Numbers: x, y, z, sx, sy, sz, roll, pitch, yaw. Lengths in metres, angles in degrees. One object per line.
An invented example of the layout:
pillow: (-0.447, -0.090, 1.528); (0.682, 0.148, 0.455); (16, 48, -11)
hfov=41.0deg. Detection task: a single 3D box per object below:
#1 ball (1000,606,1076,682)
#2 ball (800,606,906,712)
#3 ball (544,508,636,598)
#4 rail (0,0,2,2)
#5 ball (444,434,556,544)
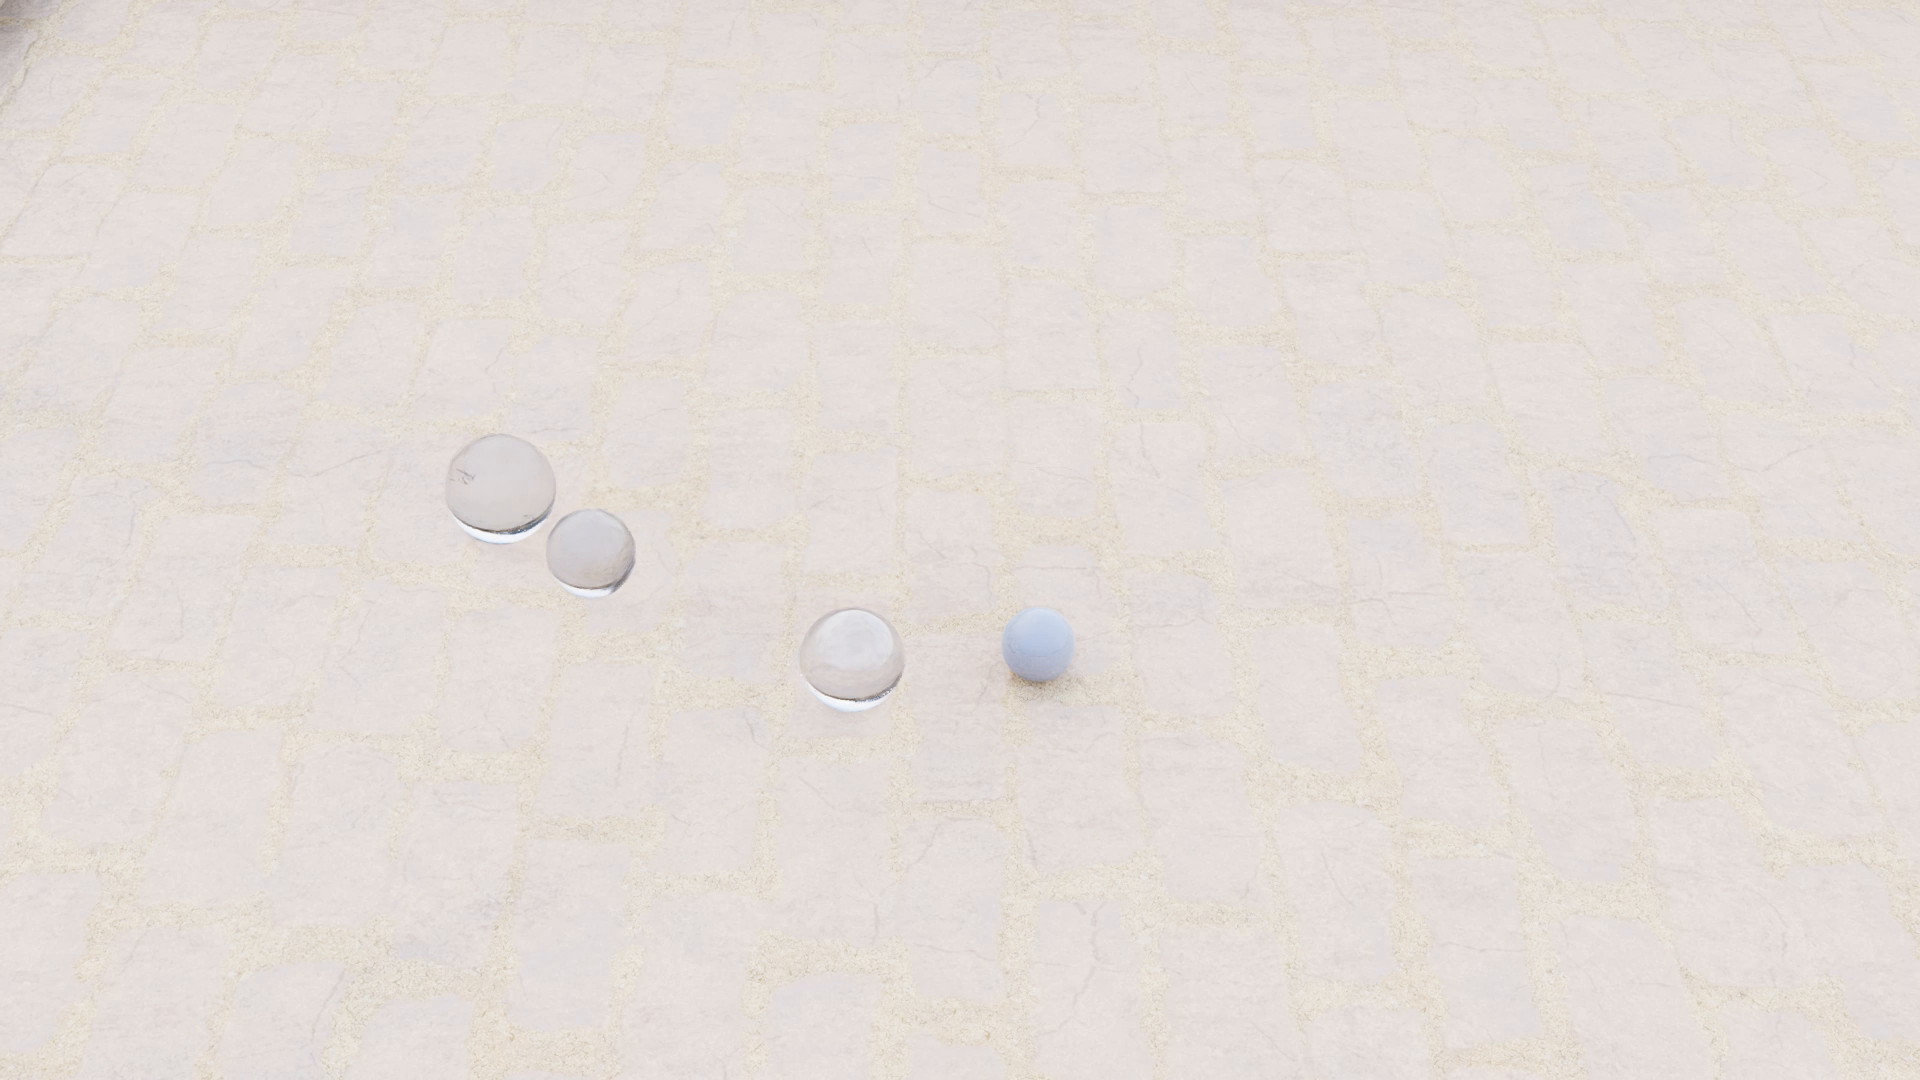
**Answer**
ball: (0.048, 0.064, 1.579); (0.046, 0.046, 0.046); (0, 36, 0)
ball: (-0.065, 0.072, 1.553); (0.064, 0.064, 0.064); (0, 36, 0)
ball: (-0.237, 0.009, 1.645); (0.058, 0.058, 0.058); (0, 36, 0)
rail: (-0.868, -0.011, 1.639); (0.045, 0.094, 2.047); (0, 36, 0)
ball: (-0.303, -0.034, 1.690); (0.072, 0.072, 0.072); (0, 36, 0)
